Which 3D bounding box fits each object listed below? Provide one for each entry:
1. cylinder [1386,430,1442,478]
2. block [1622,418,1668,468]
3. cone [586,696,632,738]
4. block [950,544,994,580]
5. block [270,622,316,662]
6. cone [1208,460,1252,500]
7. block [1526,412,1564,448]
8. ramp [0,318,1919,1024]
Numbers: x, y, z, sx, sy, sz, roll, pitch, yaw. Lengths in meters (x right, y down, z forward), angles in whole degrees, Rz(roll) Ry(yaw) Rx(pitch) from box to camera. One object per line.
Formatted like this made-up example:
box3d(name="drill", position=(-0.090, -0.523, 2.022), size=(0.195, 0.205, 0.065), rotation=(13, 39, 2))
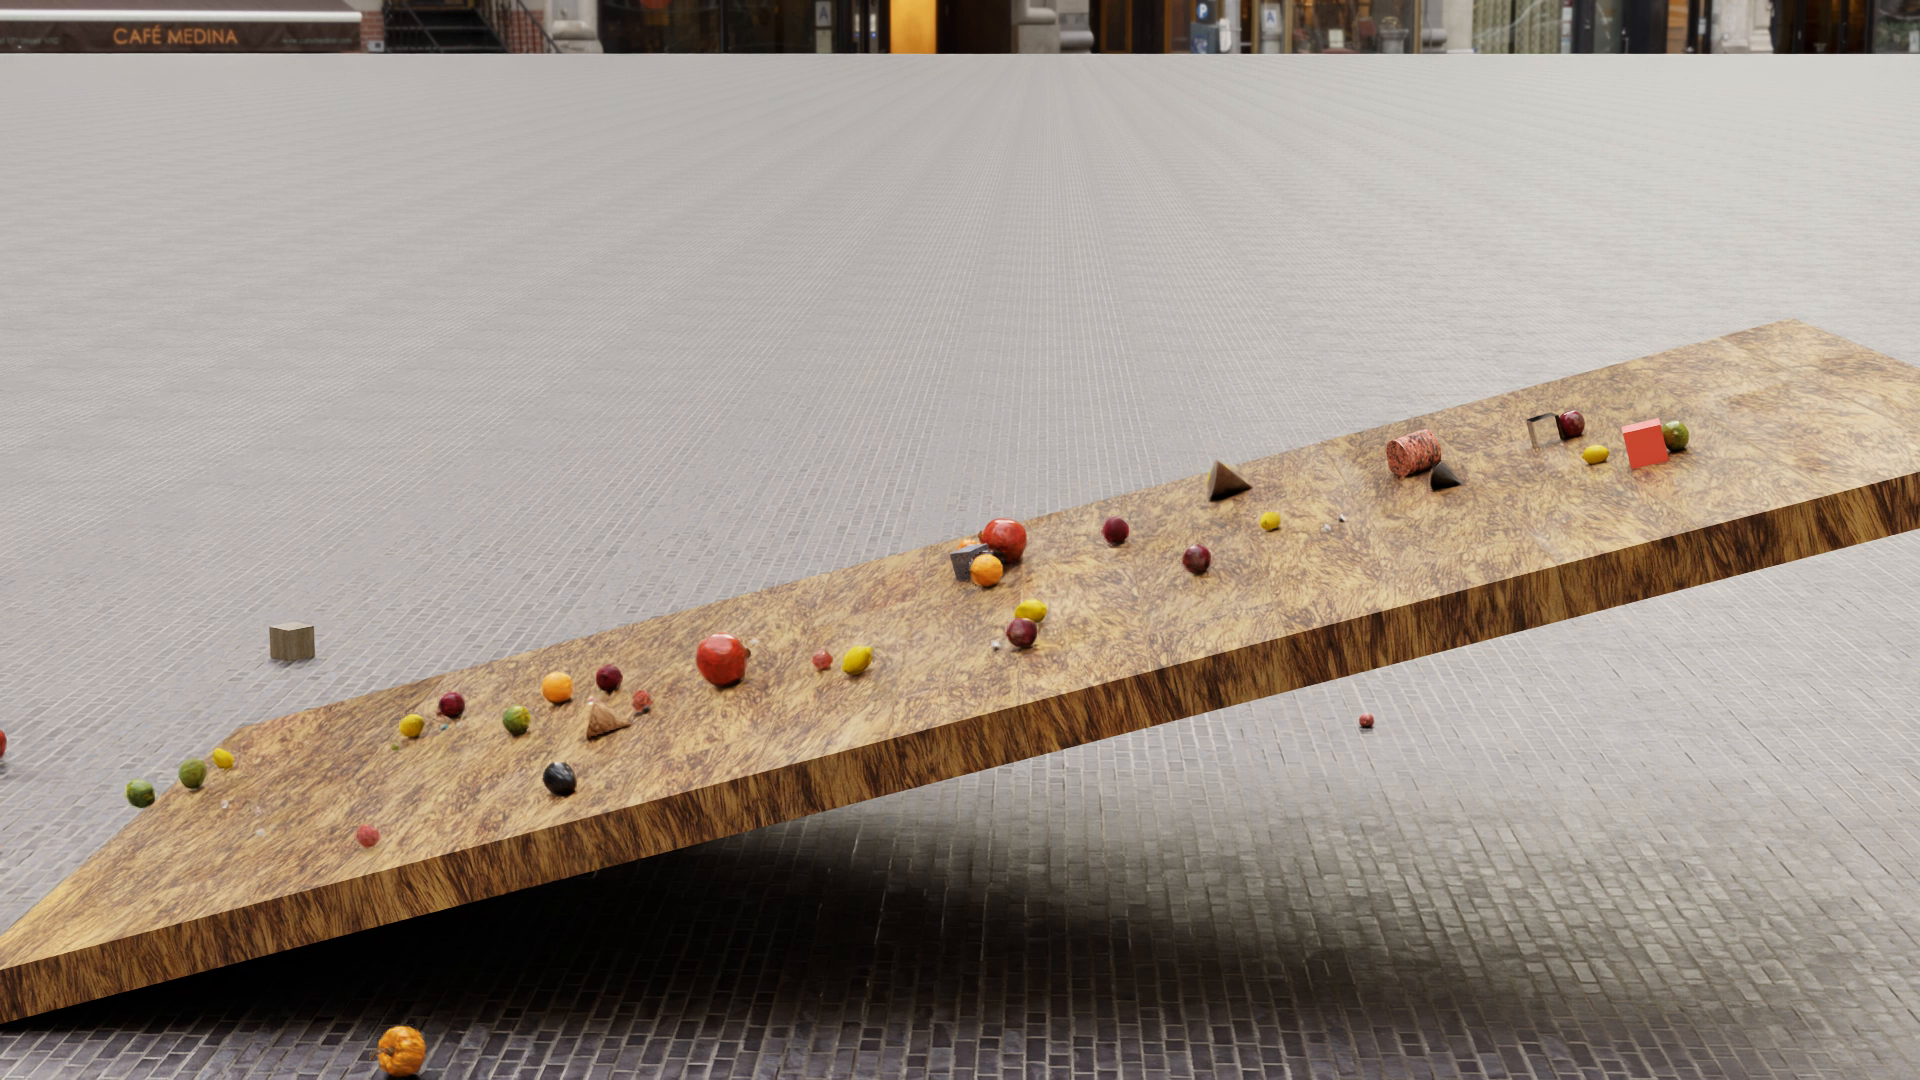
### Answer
box3d(name="cylinder", position=(1.003, -0.192, 6.501), size=(0.086, 0.086, 0.086), rotation=(-19, 17, -22))
box3d(name="block", position=(1.381, -0.194, 5.928), size=(0.075, 0.075, 0.075), rotation=(-13, 10, 13))
box3d(name="cone", position=(-0.724, 0.377, 6.113), size=(0.088, 0.088, 0.088), rotation=(11, 10, -3))
box3d(name="block", position=(0.028, 0.050, 6.736), size=(0.064, 0.064, 0.064), rotation=(-7, 13, 43))
box3d(name="block", position=(-1.983, 0.301, 8.734), size=(0.092, 0.092, 0.092), rotation=(9, 13, 40))
box3d(name="cone", position=(0.637, -0.131, 6.869), size=(0.098, 0.098, 0.098), rotation=(11, 9, -4))
box3d(name="block", position=(1.277, -0.240, 6.419), size=(0.058, 0.058, 0.058), rotation=(-16, 9, -3))
box3d(name="ramp", position=(0.081, 0.191, 6.329), size=(4.000, 0.100, 2.000), rotation=(-15, 9, 4))
